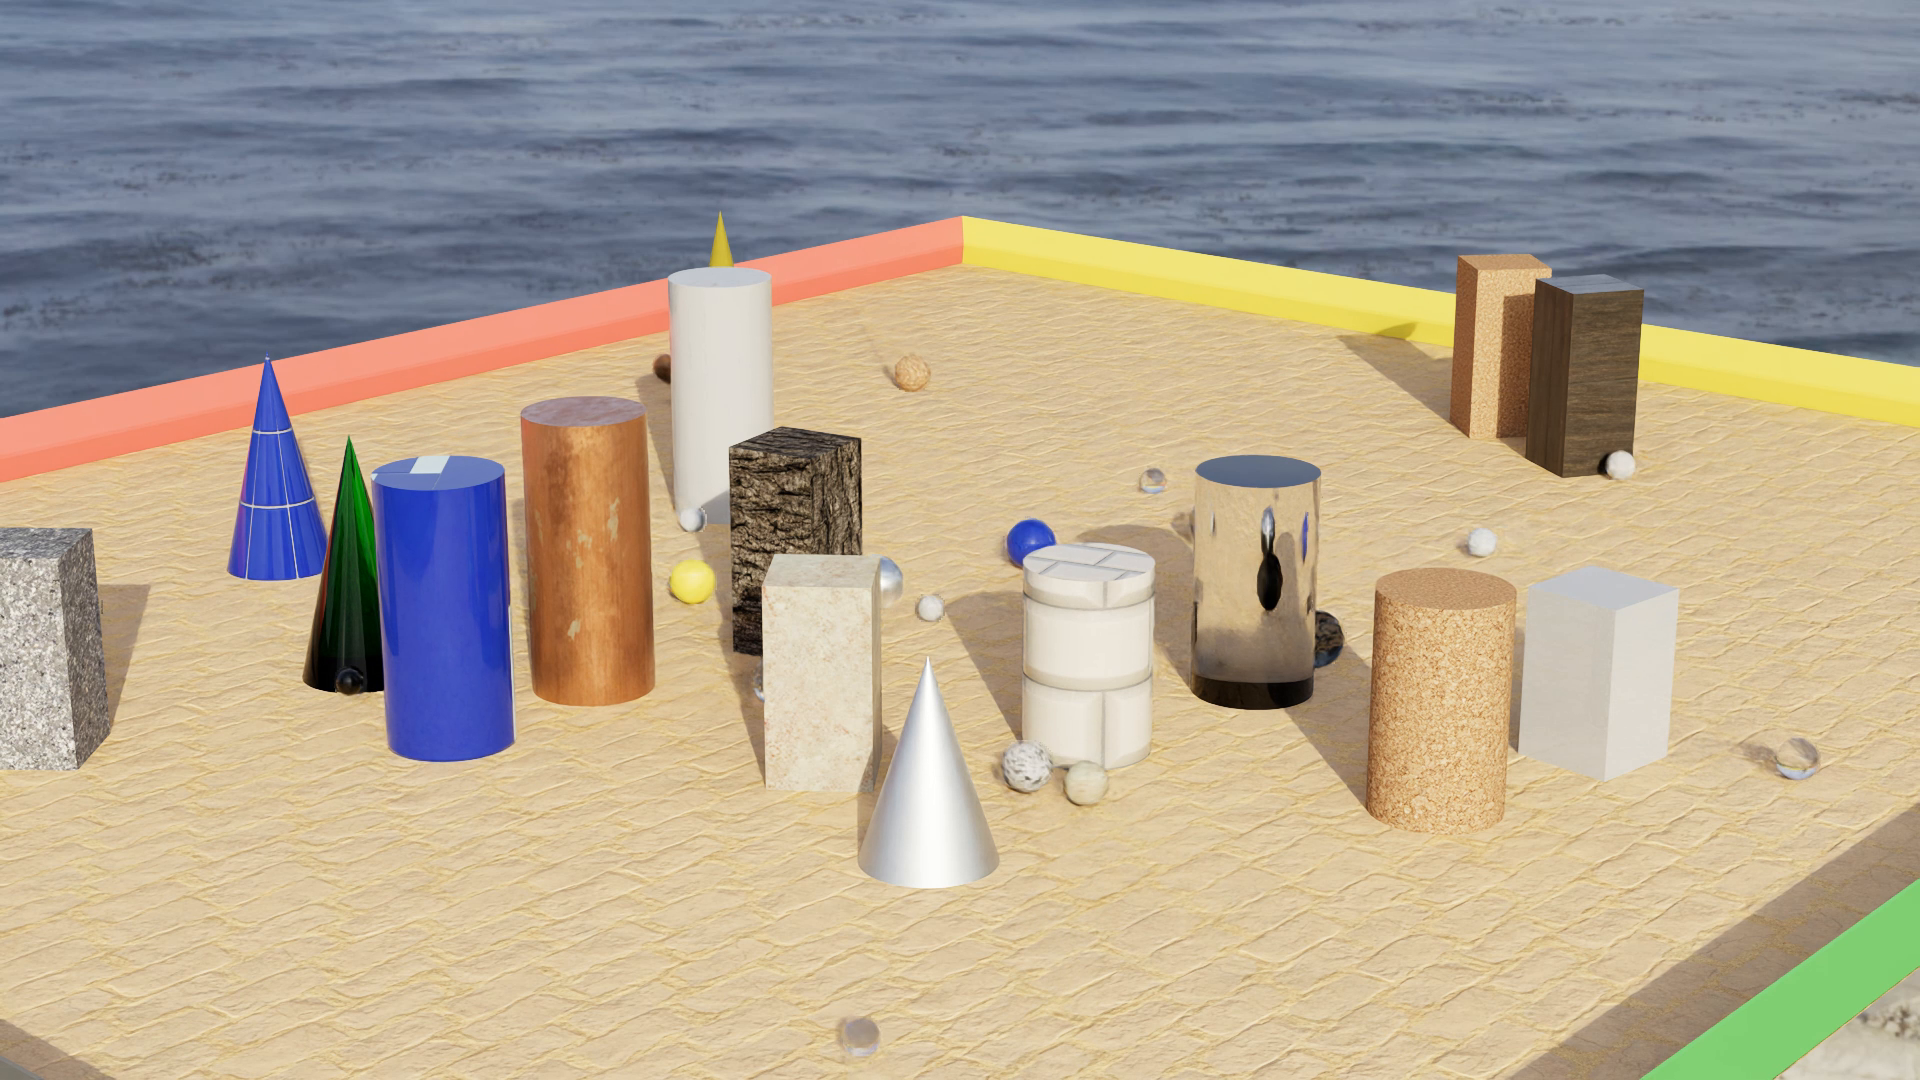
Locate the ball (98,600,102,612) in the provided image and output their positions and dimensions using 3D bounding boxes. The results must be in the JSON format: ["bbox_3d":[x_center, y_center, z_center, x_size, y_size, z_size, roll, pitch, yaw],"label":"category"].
[{"bbox_3d":[-1.484,0.116,4.945,0.069,0.069,0.069,0,17,0],"label":"ball"}]

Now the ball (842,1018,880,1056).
[{"bbox_3d":[-0.116,0.583,3.437,0.046,0.046,0.046,0,17,0],"label":"ball"}]

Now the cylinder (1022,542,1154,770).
[{"bbox_3d":[0.190,0.172,4.370,0.195,0.293,0.195,0,17,0],"label":"cylinder"}]

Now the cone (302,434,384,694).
[{"bbox_3d":[-0.963,0.023,4.677,0.195,0.401,0.195,0,17,0],"label":"cone"}]

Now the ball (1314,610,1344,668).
[{"bbox_3d":[0.576,0.160,4.754,0.094,0.094,0.094,0,17,0],"label":"ball"}]

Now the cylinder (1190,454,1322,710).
[{"bbox_3d":[0.464,0.065,4.610,0.195,0.360,0.195,0,17,0],"label":"cylinder"}]

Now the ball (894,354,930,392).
[{"bbox_3d":[-0.107,-0.373,6.545,0.081,0.081,0.081,0,17,0],"label":"ball"}]

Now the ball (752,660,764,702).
[{"bbox_3d":[-0.286,0.219,4.583,0.080,0.080,0.080,0,17,0],"label":"ball"}]

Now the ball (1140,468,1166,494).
[{"bbox_3d":[0.379,-0.115,5.740,0.052,0.052,0.052,0,17,0],"label":"ball"}]

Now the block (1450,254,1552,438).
[{"bbox_3d":[1.139,-0.410,6.185,0.156,0.359,0.156,-2,17,-6],"label":"block"}]

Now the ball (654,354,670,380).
[{"bbox_3d":[-0.664,-0.390,6.638,0.060,0.060,0.060,0,17,0],"label":"ball"}]

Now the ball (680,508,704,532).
[{"bbox_3d":[-0.502,-0.037,5.489,0.048,0.048,0.048,0,17,0],"label":"ball"}]

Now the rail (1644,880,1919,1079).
[{"bbox_3d":[1.426,0.389,3.935,0.045,0.127,4.422,14,22,39],"label":"rail"}]

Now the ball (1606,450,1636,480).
[{"bbox_3d":[1.315,-0.148,5.835,0.060,0.060,0.060,0,17,0],"label":"ball"}]

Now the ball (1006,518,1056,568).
[{"bbox_3d":[0.127,0.007,5.266,0.091,0.091,0.091,0,17,0],"label":"ball"}]

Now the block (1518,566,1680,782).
[{"bbox_3d":[0.945,0.195,4.345,0.156,0.263,0.156,-15,22,-40],"label":"block"}]

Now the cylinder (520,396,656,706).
[{"bbox_3d":[-0.583,0.016,4.612,0.195,0.452,0.195,0,17,0],"label":"cylinder"}]

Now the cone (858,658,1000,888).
[{"bbox_3d":[-0.043,0.295,3.960,0.195,0.295,0.195,0,17,0],"label":"cone"}]

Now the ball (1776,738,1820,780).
[{"bbox_3d":[1.223,0.320,4.282,0.061,0.061,0.061,0,17,0],"label":"ball"}]

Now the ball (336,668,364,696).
[{"bbox_3d":[-0.962,0.224,4.619,0.043,0.043,0.043,0,17,0],"label":"ball"}]

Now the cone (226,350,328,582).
[{"bbox_3d":[-1.225,-0.145,5.238,0.195,0.399,0.195,0,17,0],"label":"cone"}]

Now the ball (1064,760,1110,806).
[{"bbox_3d":[0.181,0.347,4.185,0.064,0.064,0.064,0,17,0],"label":"ball"}]

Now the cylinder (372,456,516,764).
[{"bbox_3d":[-0.769,0.102,4.383,0.195,0.420,0.195,0,17,0],"label":"cylinder"}]

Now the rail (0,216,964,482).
[{"bbox_3d":[-1.426,-0.326,6.306,0.045,0.127,4.422,14,22,39],"label":"rail"}]

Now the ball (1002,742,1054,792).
[{"bbox_3d":[0.097,0.328,4.233,0.074,0.074,0.074,0,17,0],"label":"ball"}]

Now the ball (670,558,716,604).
[{"bbox_3d":[-0.463,0.072,5.075,0.078,0.078,0.078,0,17,0],"label":"ball"}]

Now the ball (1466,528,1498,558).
[{"bbox_3d":[0.950,0.005,5.336,0.055,0.055,0.055,0,17,0],"label":"ball"}]

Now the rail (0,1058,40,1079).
[{"bbox_3d":[-1.434,0.509,3.539,3.824,0.127,0.045,14,22,39],"label":"rail"}]

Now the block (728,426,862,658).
[{"bbox_3d":[-0.267,0.009,4.814,0.156,0.349,0.156,9,19,29],"label":"block"}]

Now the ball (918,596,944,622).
[{"bbox_3d":[-0.051,0.116,4.985,0.044,0.044,0.044,0,17,0],"label":"ball"}]

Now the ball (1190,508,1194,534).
[{"bbox_3d":[0.471,-0.034,5.391,0.097,0.097,0.097,0,17,0],"label":"ball"}]

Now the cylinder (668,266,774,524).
[{"bbox_3d":[-0.452,-0.276,5.576,0.195,0.455,0.195,0,17,0],"label":"cylinder"}]

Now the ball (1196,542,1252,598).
[{"bbox_3d":[0.459,0.053,5.103,0.097,0.097,0.097,0,17,0],"label":"ball"}]

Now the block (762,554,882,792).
[{"bbox_3d":[-0.199,0.193,4.273,0.156,0.310,0.156,1,17,3],"label":"block"}]

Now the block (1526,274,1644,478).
[{"bbox_3d":[1.254,-0.331,5.897,0.156,0.375,0.156,-5,18,-17],"label":"block"}]

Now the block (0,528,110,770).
[{"bbox_3d":[-1.376,0.160,4.351,0.156,0.327,0.156,1,17,2],"label":"block"}]

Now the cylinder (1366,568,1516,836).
[{"bbox_3d":[0.677,0.225,4.130,0.195,0.330,0.195,0,17,0],"label":"cylinder"}]

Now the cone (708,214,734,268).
[{"bbox_3d":[-0.517,-0.506,6.383,0.195,0.429,0.195,0,17,0],"label":"cone"}]

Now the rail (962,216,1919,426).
[{"bbox_3d":[1.434,-0.445,6.702,3.824,0.127,0.045,14,22,39],"label":"rail"}]

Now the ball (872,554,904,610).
[{"bbox_3d":[-0.141,0.072,4.909,0.095,0.095,0.095,0,17,0],"label":"ball"}]
